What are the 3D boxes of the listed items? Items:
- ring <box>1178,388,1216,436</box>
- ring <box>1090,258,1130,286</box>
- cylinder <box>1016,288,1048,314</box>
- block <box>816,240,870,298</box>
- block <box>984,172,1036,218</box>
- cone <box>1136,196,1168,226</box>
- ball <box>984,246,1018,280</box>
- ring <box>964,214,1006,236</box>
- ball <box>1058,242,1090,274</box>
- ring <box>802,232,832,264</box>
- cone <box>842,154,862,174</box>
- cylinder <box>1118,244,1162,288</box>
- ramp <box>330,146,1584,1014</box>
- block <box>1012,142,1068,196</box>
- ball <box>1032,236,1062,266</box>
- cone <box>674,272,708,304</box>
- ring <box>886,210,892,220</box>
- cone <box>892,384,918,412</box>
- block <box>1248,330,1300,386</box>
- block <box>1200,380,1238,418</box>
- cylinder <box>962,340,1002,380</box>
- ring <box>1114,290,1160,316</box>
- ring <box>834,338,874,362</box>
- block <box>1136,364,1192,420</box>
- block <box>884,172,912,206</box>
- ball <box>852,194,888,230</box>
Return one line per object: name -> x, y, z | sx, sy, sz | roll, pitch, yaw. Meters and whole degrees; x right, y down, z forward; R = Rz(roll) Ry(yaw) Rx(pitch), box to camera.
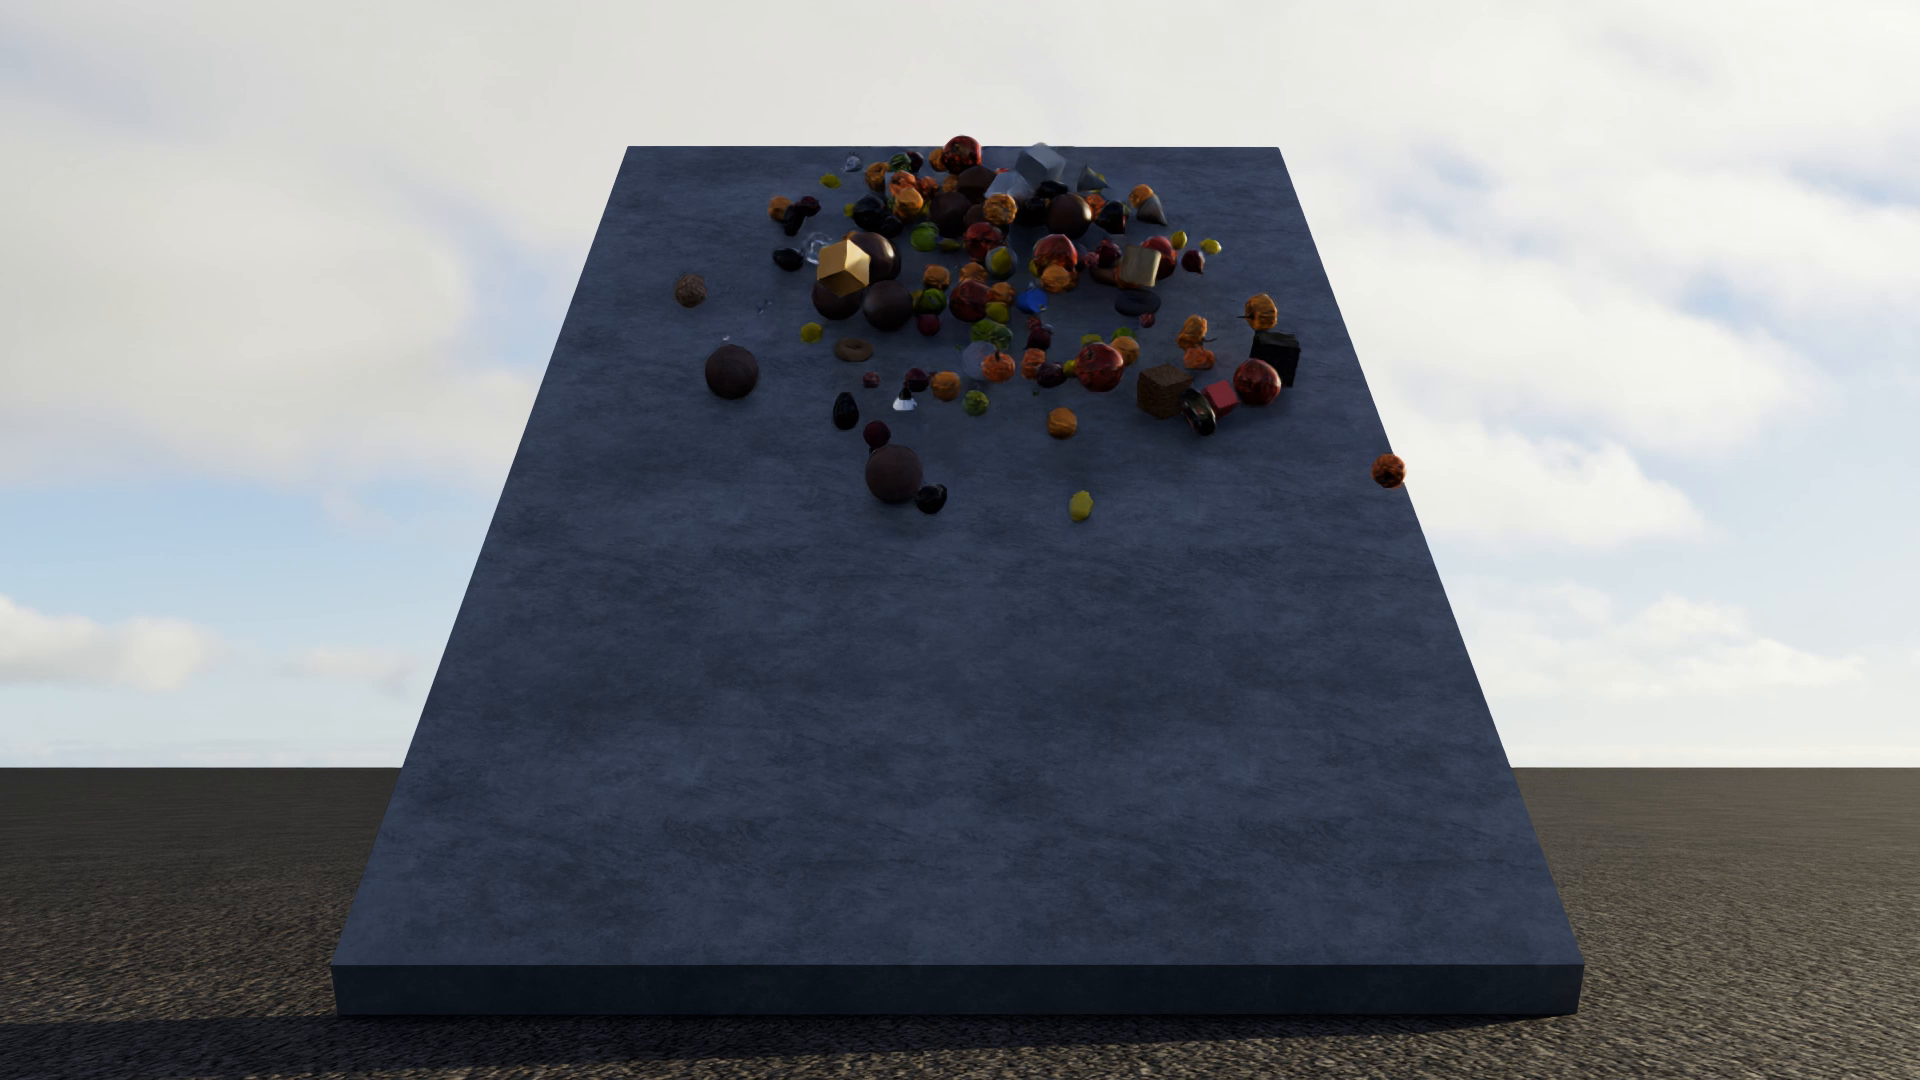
ring -> 0.544, -0.293, 5.470 | 0.040, 0.119, 0.119 | -30, 2, -13
ring -> 0.412, -0.717, 6.370 | 0.134, 0.045, 0.134 | 1, 28, 0
cylinder -> 0.184, -0.607, 6.084 | 0.059, 0.059, 0.059 | 3, -2, -27
block -> -0.278, -0.651, 5.720 | 0.087, 0.087, 0.087 | -16, -34, 33
block -> 0.140, -0.966, 6.678 | 0.086, 0.086, 0.086 | 13, -25, 49
cone -> 0.558, -0.912, 6.740 | 0.087, 0.087, 0.087 | -39, -18, -16
ball -> 0.110, -0.737, 6.356 | 0.090, 0.090, 0.090 | 0, -5, 0
ring -> 0.070, -0.881, 6.680 | 0.117, 0.039, 0.117 | 1, 29, -1
ball -> 0.302, -0.749, 6.340 | 0.086, 0.086, 0.086 | 0, -5, 0
ring -> -0.382, -0.783, 6.405 | 0.087, 0.087, 0.029 | 1, 12, -12
cone -> -0.312, -1.044, 6.707 | 0.055, 0.055, 0.055 | -45, 18, -27
cylinder -> 0.461, -0.703, 6.120 | 0.093, 0.093, 0.093 | 12, 7, -1
ramp -> -0.012, -0.222, 5.594 | 2.000, 0.100, 4.000 | 0, 28, 0
block -> 0.228, -1.080, 6.946 | 0.100, 0.100, 0.100 | -32, -23, -47
ball -> 0.238, -0.780, 6.448 | 0.081, 0.081, 0.081 | 0, -5, 0
cone -> -0.668, -0.631, 6.102 | 0.089, 0.089, 0.089 | 5, 19, -42
ring -> -0.233, -0.929, 6.772 | 0.078, 0.026, 0.078 | 12, 24, -6
cone -> -0.130, -0.345, 5.655 | 0.059, 0.059, 0.059 | 0, 28, 0
block -> 0.758, -0.440, 5.771 | 0.097, 0.097, 0.097 | 8, 25, -5
block -> 0.601, -0.326, 5.592 | 0.062, 0.062, 0.062 | -20, -18, -29
cylinder -> 0.052, -0.433, 5.755 | 0.092, 0.092, 0.092 | 0, 4, 4
ring -> 0.459, -0.614, 6.181 | 0.122, 0.041, 0.122 | -3, 27, 2
ring -> -0.264, -0.469, 5.913 | 0.098, 0.033, 0.098 | 5, 28, -3
block -> 0.481, -0.350, 5.630 | 0.090, 0.090, 0.090 | -19, 37, -31
block -> -0.178, -1.003, 6.835 | 0.075, 0.075, 0.075 | -1, -13, -2
ball -> -0.251, -0.914, 6.676 | 0.099, 0.099, 0.099 | 0, -5, 0
